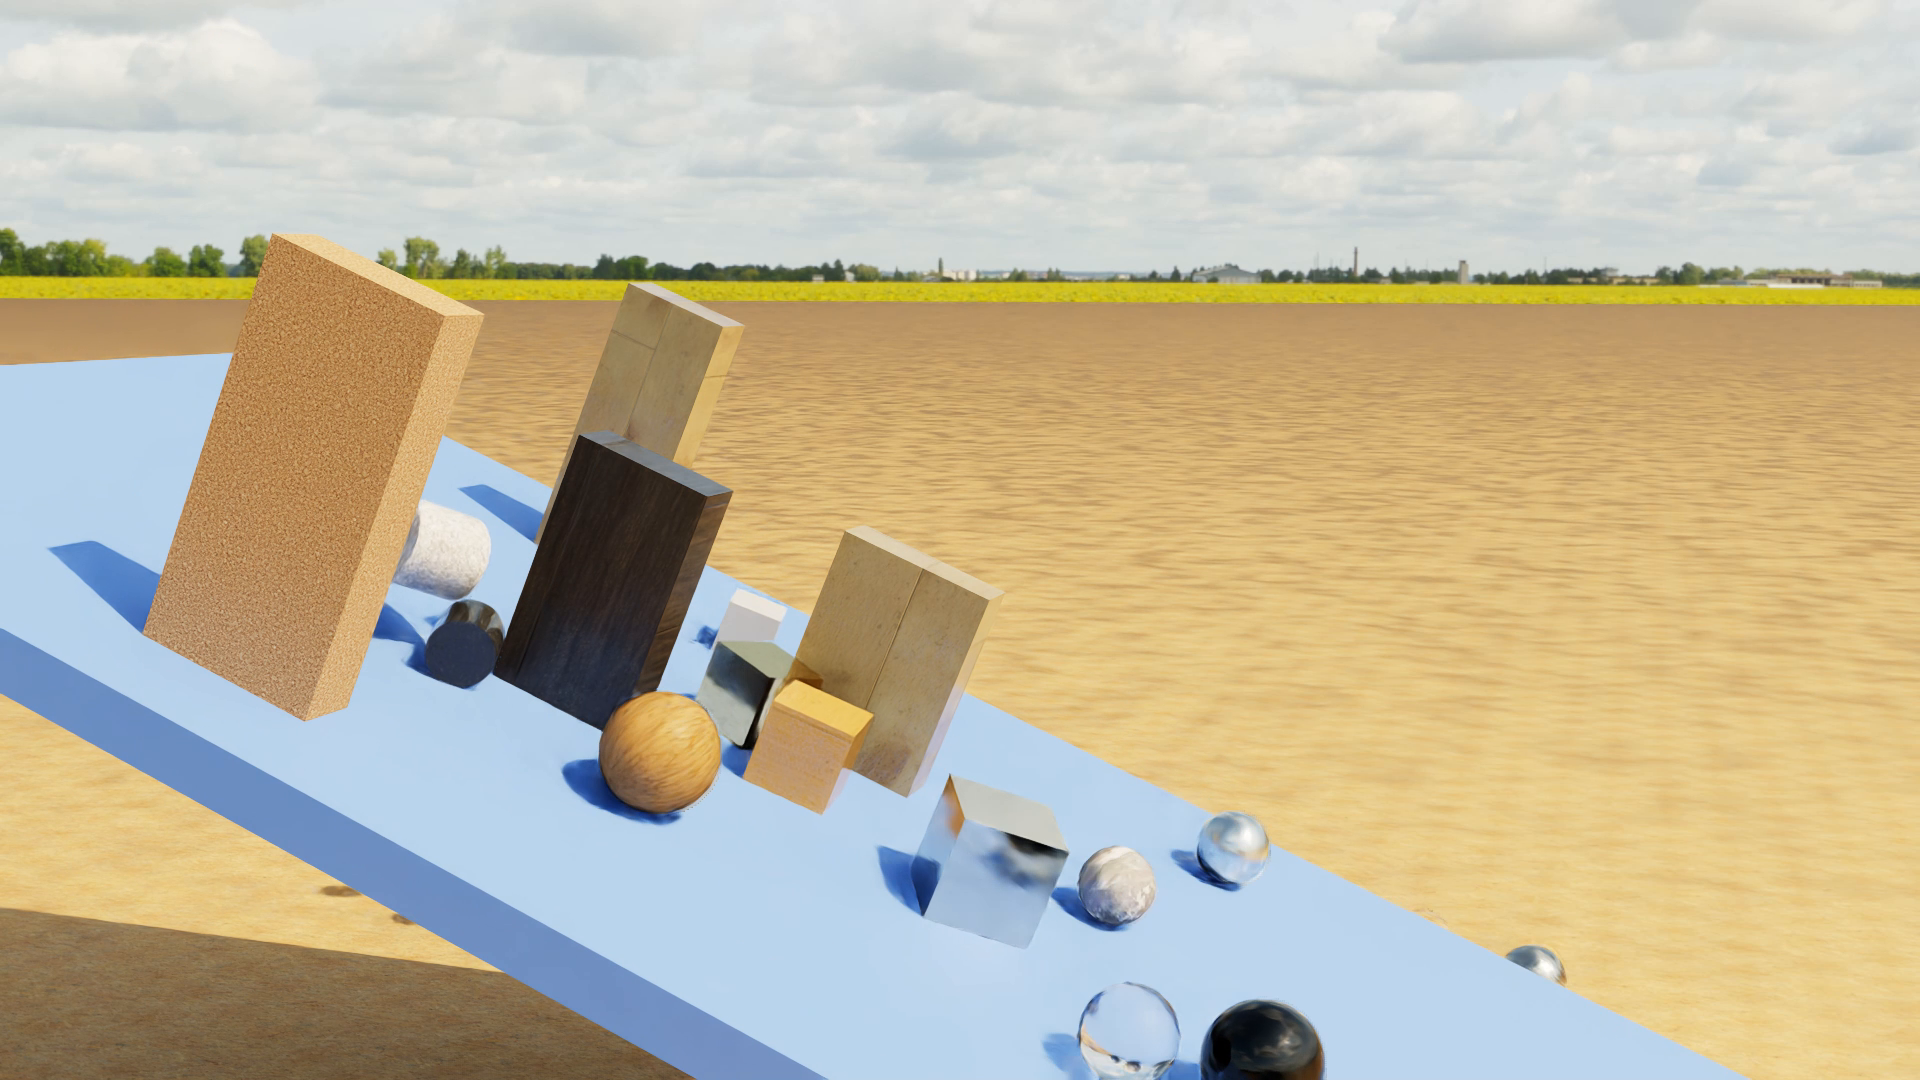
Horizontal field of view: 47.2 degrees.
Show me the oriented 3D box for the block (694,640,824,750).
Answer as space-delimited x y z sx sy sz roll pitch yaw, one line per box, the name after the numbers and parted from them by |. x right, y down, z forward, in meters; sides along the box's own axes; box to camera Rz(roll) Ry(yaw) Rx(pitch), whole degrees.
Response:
-0.397 0.304 4.305 0.156 0.156 0.156 32 16 35 | block

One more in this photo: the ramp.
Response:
-0.295 0.517 4.188 4.000 0.100 2.000 25 13 13 | ramp

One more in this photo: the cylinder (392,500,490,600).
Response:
-0.972 0.014 4.013 0.160 0.160 0.160 6 -12 42 | cylinder

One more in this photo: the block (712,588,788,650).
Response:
-0.454 0.192 4.750 0.116 0.116 0.116 22 13 -2 | block

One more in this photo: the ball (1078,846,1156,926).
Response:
0.293 0.644 4.102 0.146 0.146 0.146 0 7 0 | ball

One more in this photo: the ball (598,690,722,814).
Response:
-0.513 0.362 3.758 0.209 0.209 0.209 0 7 0 | ball

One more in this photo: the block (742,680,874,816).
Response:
-0.284 0.388 4.132 0.165 0.165 0.165 24 13 5 | block

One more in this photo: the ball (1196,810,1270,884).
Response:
0.567 0.639 4.569 0.152 0.152 0.152 0 7 0 | ball

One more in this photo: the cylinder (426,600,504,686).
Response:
-0.900 0.187 4.003 0.125 0.125 0.125 0 16 -4 | cylinder

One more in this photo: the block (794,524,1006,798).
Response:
-0.148 0.238 4.361 0.320 0.434 0.112 25 13 13 | block

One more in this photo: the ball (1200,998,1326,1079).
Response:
0.484 0.836 3.525 0.200 0.200 0.200 0 7 0 | ball

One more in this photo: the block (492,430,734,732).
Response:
-0.642 0.079 4.056 0.272 0.489 0.118 25 13 13 | block

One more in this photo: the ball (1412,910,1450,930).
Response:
1.060 0.918 5.046 0.137 0.137 0.137 0 7 0 | ball

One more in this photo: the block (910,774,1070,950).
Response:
0.050 0.568 3.890 0.197 0.197 0.197 19 13 -13 | block

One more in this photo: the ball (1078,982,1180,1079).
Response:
0.267 0.781 3.472 0.162 0.162 0.162 0 7 0 | ball

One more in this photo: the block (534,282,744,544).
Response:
-0.714 -0.233 4.883 0.241 0.628 0.122 25 13 13 | block

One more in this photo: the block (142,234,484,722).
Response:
-1.060 -0.103 3.589 0.331 0.715 0.124 25 13 13 | block

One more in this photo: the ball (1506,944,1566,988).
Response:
1.441 1.102 5.537 0.164 0.164 0.164 0 7 0 | ball
